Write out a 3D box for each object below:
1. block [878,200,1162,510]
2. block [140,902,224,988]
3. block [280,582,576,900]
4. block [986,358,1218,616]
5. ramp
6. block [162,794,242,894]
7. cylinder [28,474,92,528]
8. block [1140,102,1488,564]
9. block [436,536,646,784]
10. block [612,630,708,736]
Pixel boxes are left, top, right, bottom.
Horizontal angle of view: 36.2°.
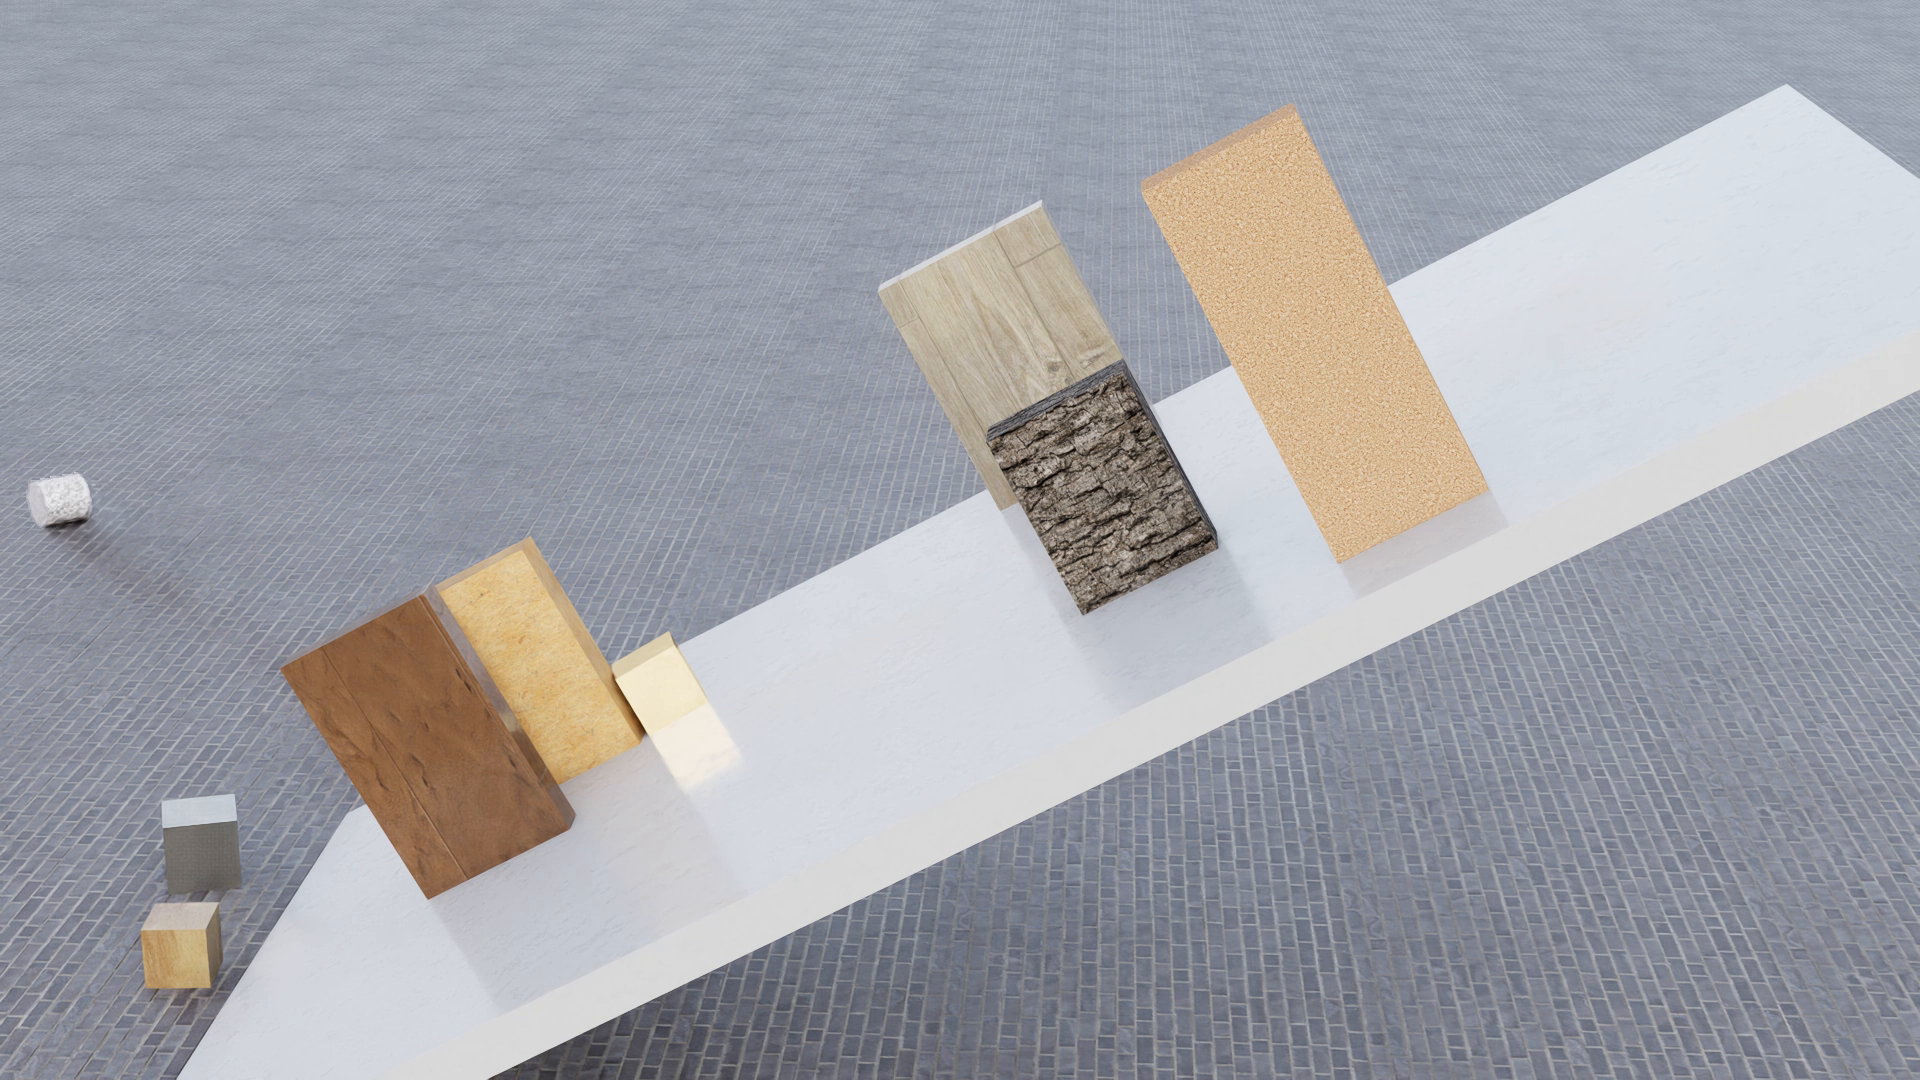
[{"bbox_3d":[0.143,-0.430,6.914,0.432,0.602,0.081,-27,14,11],"label":"block"},{"bbox_3d":[-1.819,0.948,6.884,0.149,0.149,0.149,-1,18,-2],"label":"block"},{"bbox_3d":[-1.156,0.442,6.415,0.368,0.612,0.083,-27,14,11],"label":"block"},{"bbox_3d":[0.286,-0.105,5.894,0.306,0.409,0.115,-27,14,11],"label":"block"},{"bbox_3d":[0.141,0.167,6.282,4.000,0.100,2.000,-27,14,11],"label":"ramp"},{"bbox_3d":[-1.910,0.765,7.410,0.180,0.180,0.180,-5,18,-15],"label":"block"},{"bbox_3d":[-3.146,-0.137,10.279,0.160,0.160,0.160,-13,22,-37],"label":"cylinder"},{"bbox_3d":[0.645,-0.370,5.339,0.306,0.782,0.110,-27,14,11],"label":"block"},{"bbox_3d":[-0.978,0.290,6.764,0.274,0.529,0.105,-27,14,11],"label":"block"},{"bbox_3d":[-0.699,0.332,6.836,0.156,0.156,0.156,-30,14,-3],"label":"block"}]
